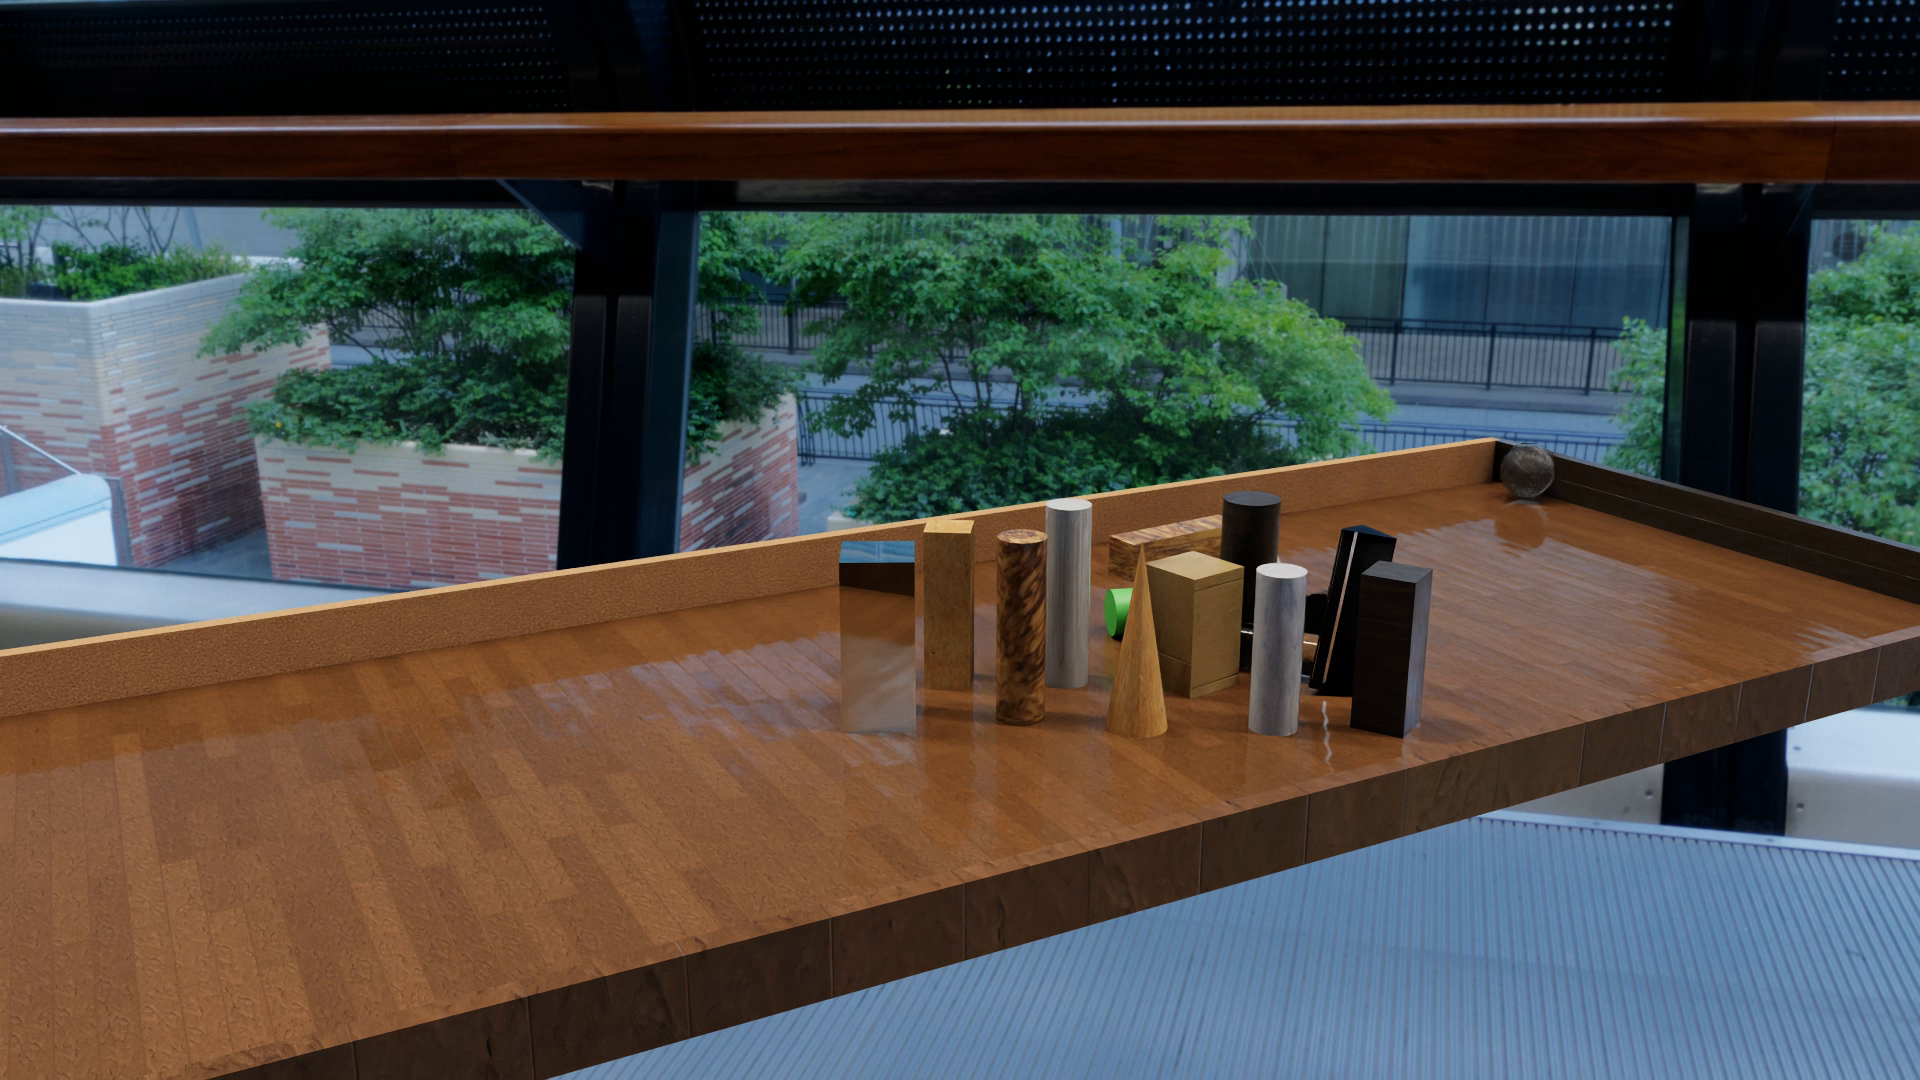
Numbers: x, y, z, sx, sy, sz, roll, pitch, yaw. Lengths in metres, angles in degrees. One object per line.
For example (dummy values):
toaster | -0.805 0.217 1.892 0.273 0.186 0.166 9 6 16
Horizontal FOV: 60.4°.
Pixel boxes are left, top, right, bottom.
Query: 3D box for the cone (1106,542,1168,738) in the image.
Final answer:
cone | 0.414 0.217 3.808 0.145 0.456 0.145 0 16 0

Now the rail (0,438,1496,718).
rail | -3.305 0.497 3.399 12.000 0.150 0.050 -9 18 -27

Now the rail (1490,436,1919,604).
rail | 2.466 -0.048 5.253 0.050 0.150 2.100 -9 18 -27

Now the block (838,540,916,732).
block | -0.190 0.225 3.856 0.171 0.413 0.171 0 16 -1

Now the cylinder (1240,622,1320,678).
cylinder | 0.722 0.266 4.251 0.458 0.113 0.113 9 19 28

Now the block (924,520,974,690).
block | -0.027 0.160 4.093 0.114 0.404 0.114 1 16 5

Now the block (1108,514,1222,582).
block | 0.666 0.022 5.075 0.438 0.115 0.115 -11 19 -32

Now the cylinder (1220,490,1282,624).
cylinder | 0.757 0.087 4.336 0.149 0.407 0.149 0 17 0

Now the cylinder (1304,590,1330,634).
cylinder | 1.093 0.186 4.448 0.351 0.155 0.155 -12 20 -35

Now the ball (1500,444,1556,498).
ball | 2.006 -0.244 5.831 0.184 0.184 0.184 0 16 0

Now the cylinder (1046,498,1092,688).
cylinder | 0.266 0.133 4.086 0.113 0.460 0.113 0 16 0

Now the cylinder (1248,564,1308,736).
cylinder | 0.734 0.253 3.812 0.115 0.384 0.115 0 16 0

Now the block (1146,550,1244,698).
block | 0.576 0.208 4.103 0.173 0.306 0.173 -13 21 -37

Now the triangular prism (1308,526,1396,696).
triangular prism | 0.958 0.168 4.060 0.130 0.403 0.113 10 12 4

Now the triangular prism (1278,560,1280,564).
triangular prism | 0.749 0.099 4.868 0.452 0.081 0.093 -8 19 -26

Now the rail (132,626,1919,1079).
rail | -2.336 1.006 1.665 12.000 0.150 0.050 -9 18 -27

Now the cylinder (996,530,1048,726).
cylinder | 0.143 0.206 3.859 0.116 0.448 0.116 0 16 0

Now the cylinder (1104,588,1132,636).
cylinder | 0.558 0.190 4.482 0.308 0.128 0.128 -3 17 -9

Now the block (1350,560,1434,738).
block | 1.001 0.253 3.828 0.127 0.376 0.127 10 19 31
